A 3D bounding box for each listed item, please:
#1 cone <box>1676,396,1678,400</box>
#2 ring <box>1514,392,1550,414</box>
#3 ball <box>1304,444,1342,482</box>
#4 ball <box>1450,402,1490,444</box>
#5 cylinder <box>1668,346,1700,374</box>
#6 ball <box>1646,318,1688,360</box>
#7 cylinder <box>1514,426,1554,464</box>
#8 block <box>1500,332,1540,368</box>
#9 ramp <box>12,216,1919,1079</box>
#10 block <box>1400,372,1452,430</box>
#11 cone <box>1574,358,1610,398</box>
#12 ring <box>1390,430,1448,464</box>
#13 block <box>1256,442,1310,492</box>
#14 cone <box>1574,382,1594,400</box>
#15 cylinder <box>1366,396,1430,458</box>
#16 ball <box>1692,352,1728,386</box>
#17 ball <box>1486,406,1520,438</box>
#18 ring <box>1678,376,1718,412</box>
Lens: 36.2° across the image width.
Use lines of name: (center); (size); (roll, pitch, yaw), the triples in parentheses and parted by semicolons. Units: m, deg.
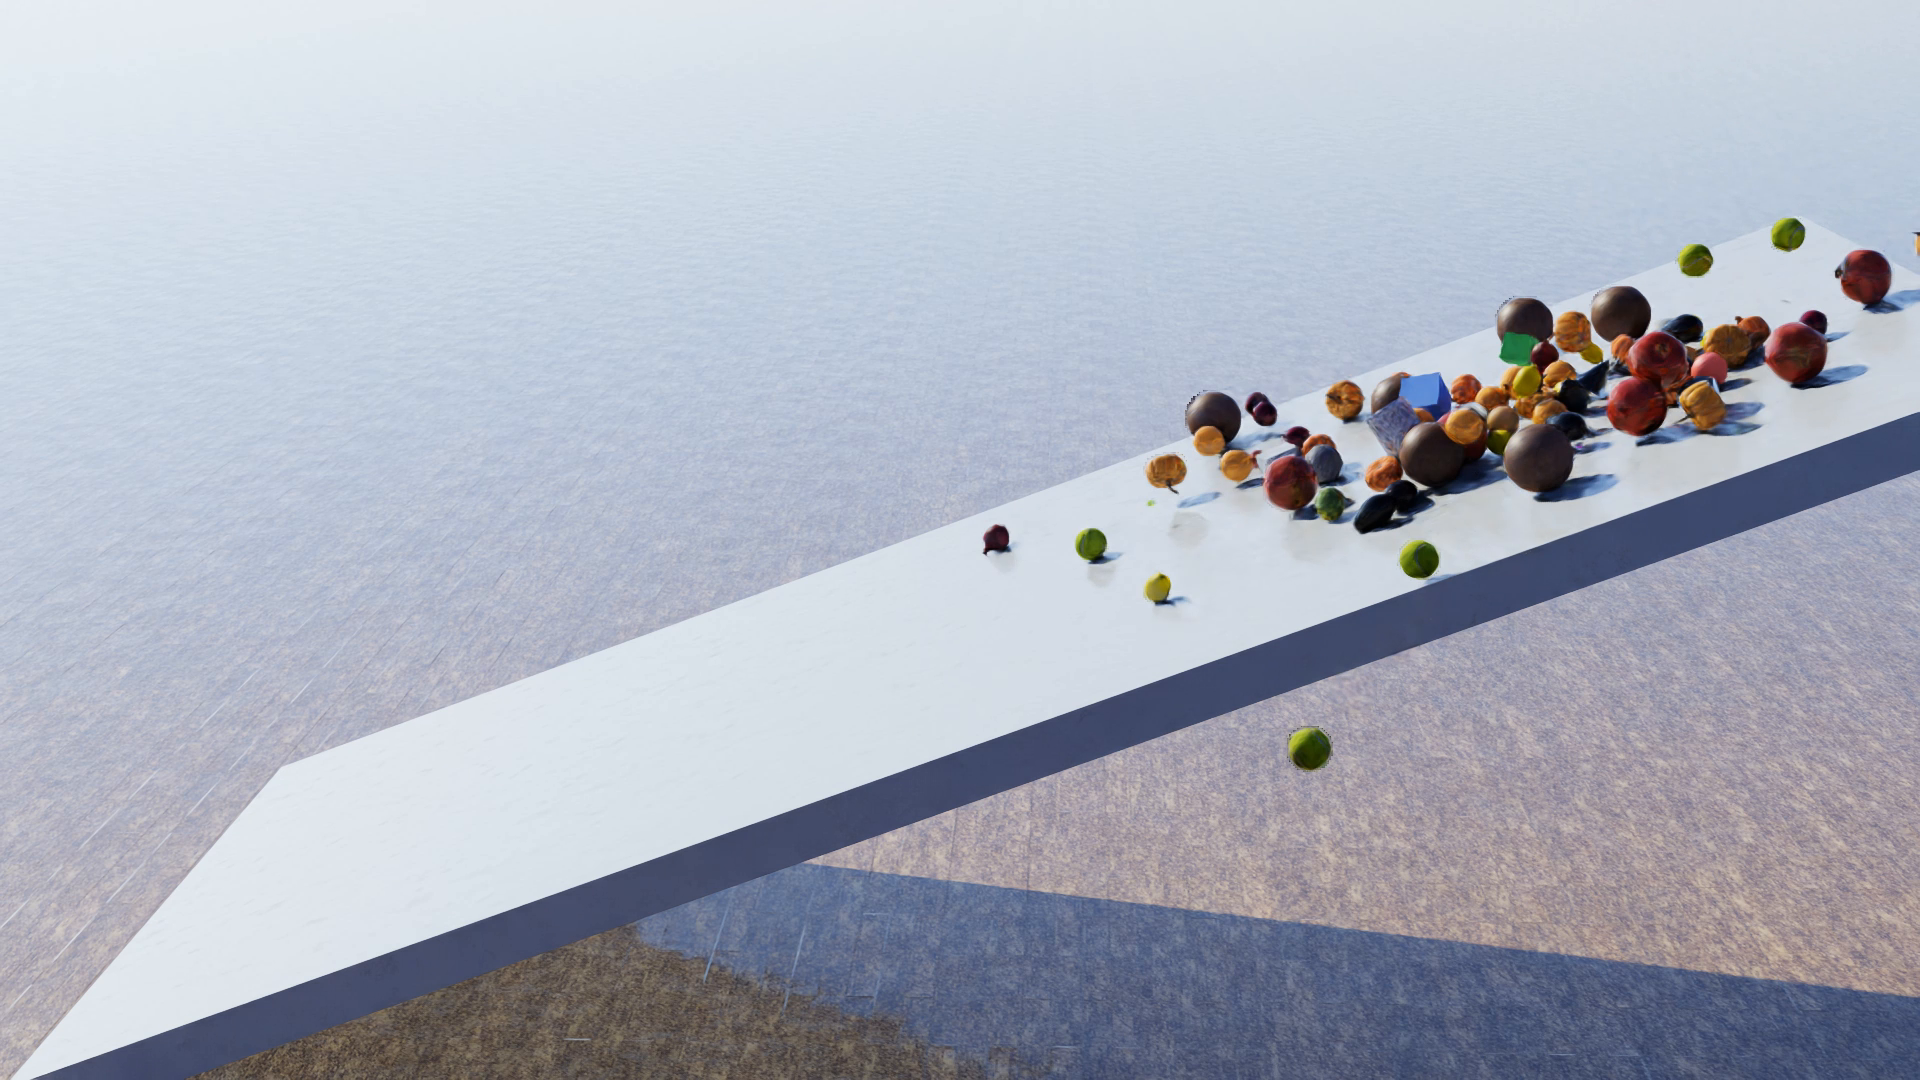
cone: (1.396, -0.279, 5.644); (0.056, 0.056, 0.056); (-17, 3, 30)
ring: (1.199, -0.286, 6.161); (0.080, 0.027, 0.080); (-20, 10, 4)
ball: (0.768, -0.162, 6.224); (0.081, 0.081, 0.081); (0, 13, 0)
ball: (1.055, -0.241, 6.065); (0.086, 0.086, 0.086); (0, 13, 0)
cylinder: (1.465, -0.364, 5.951); (0.053, 0.053, 0.053); (0, 2, -1)
ball: (1.472, -0.420, 6.132); (0.085, 0.085, 0.085); (0, 13, 0)
cylinder: (1.123, -0.185, 5.755); (0.057, 0.057, 0.057); (-20, 8, 15)
block: (1.236, -0.420, 6.500); (0.061, 0.061, 0.061); (11, -3, 29)
ramp: (0.118, 0.176, 6.295); (4.000, 0.100, 2.000); (-20, 12, 7)
block: (0.971, -0.286, 6.139); (0.084, 0.084, 0.084); (-8, 52, 24)
cone: (1.307, -0.341, 6.012); (0.072, 0.072, 0.072); (28, 18, -10)
ring: (0.957, -0.196, 6.143); (0.131, 0.044, 0.131); (-19, 12, 4)
block: (0.695, -0.157, 6.343); (0.077, 0.077, 0.077); (-23, 12, -8)
cone: (1.306, -0.320, 6.079); (0.054, 0.054, 0.054); (-39, 24, -11)
cylinder: (0.891, -0.230, 5.996); (0.094, 0.094, 0.094); (-33, -5, -3)
ball: (1.473, -0.333, 5.781); (0.070, 0.070, 0.070); (0, 13, 0)
ball: (1.111, -0.241, 6.014); (0.067, 0.067, 0.067); (0, 13, 0)
ring: (1.395, -0.276, 5.560); (0.083, 0.028, 0.083); (-27, 36, 22)
